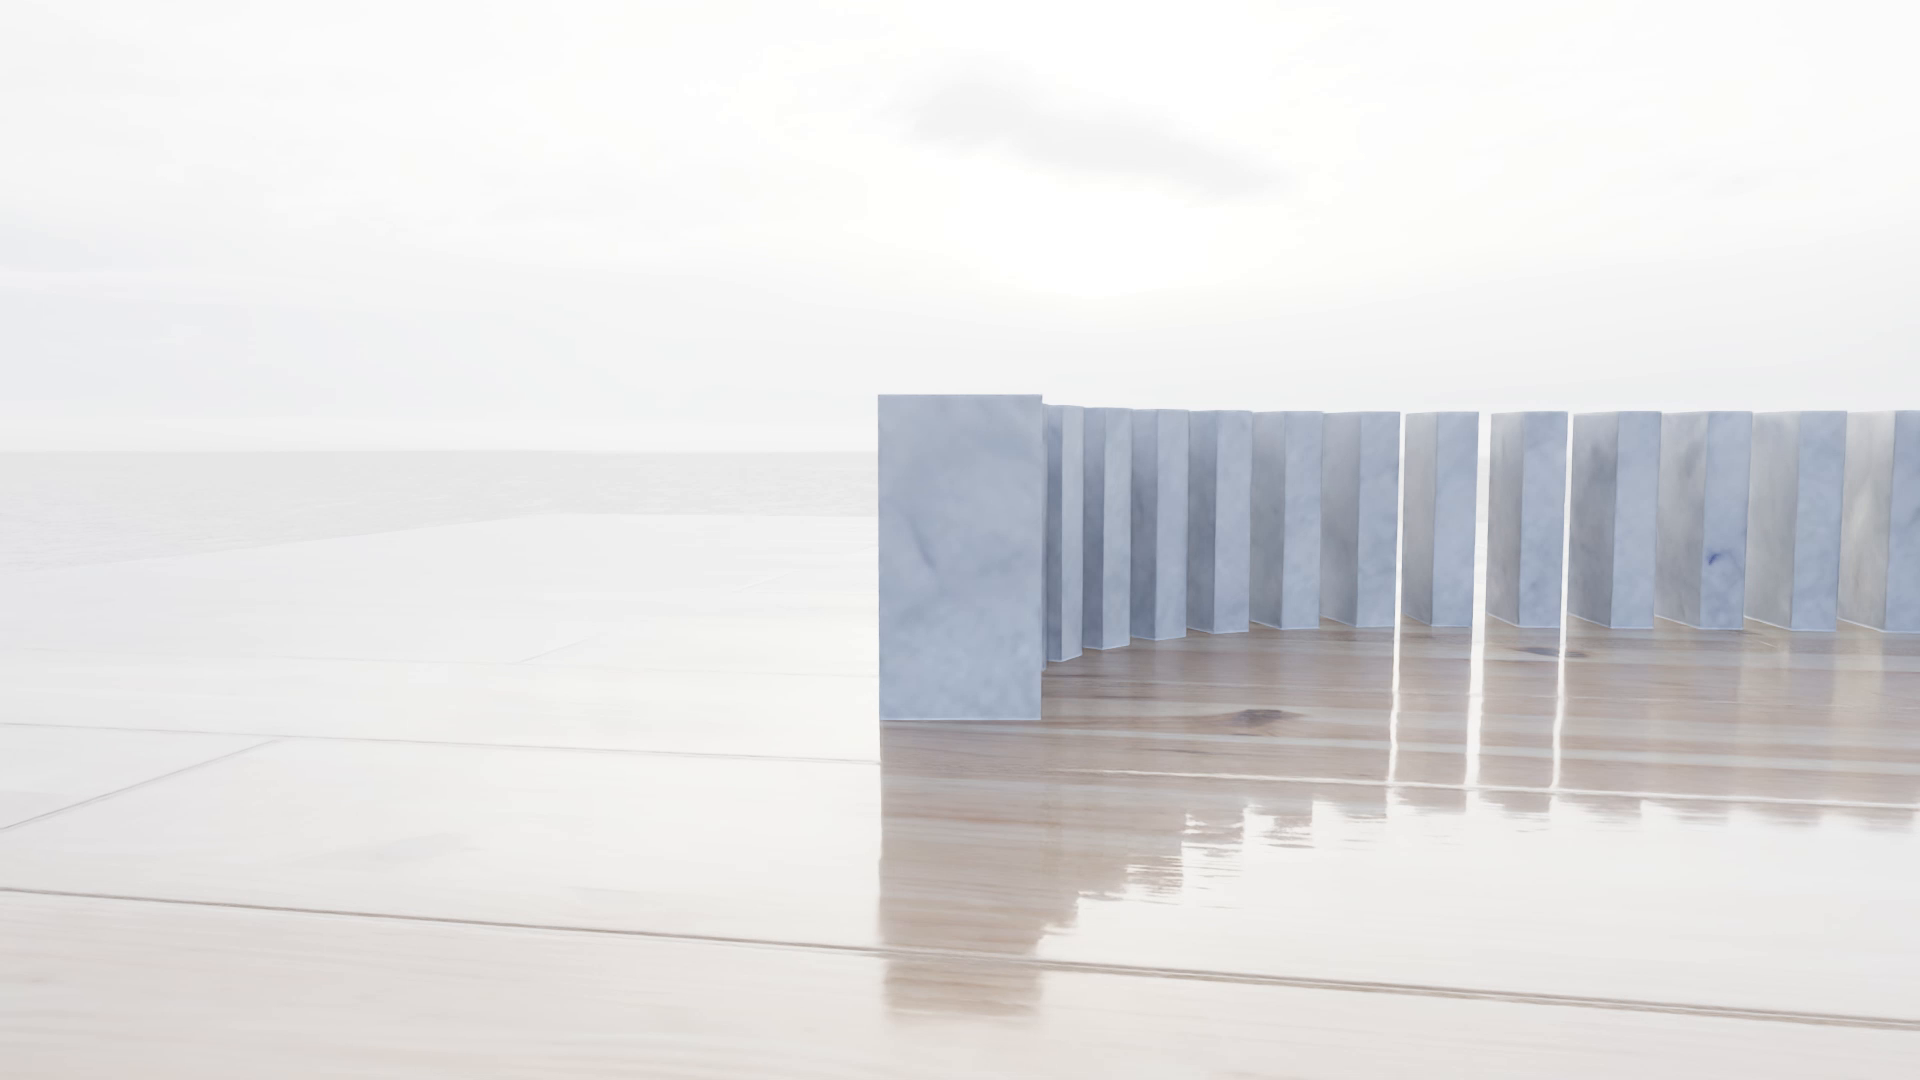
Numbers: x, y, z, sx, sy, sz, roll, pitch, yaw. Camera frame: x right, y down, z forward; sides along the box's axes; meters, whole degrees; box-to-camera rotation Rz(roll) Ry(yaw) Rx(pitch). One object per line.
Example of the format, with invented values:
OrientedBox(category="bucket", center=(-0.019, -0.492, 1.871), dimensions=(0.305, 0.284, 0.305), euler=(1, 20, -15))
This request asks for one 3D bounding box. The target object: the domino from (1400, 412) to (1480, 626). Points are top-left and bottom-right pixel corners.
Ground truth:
OrientedBox(category="domino", center=(0.115, -0.006, 0.310), dimensions=(0.009, 0.050, 0.025), euler=(0, 4, 3))

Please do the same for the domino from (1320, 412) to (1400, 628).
OrientedBox(category="domino", center=(0.095, -0.006, 0.309), dimensions=(0.010, 0.050, 0.025), euler=(-1, 4, -7))

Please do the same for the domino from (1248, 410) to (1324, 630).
OrientedBox(category="domino", center=(0.075, -0.005, 0.305), dimensions=(0.010, 0.050, 0.025), euler=(-1, 4, -14))

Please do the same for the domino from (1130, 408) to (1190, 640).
OrientedBox(category="domino", center=(0.039, -0.004, 0.289), dimensions=(0.009, 0.050, 0.025), euler=(-3, 5, -36))

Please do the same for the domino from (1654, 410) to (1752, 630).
OrientedBox(category="domino", center=(0.176, -0.005, 0.305), dimensions=(0.010, 0.050, 0.025), euler=(0, 4, 6))

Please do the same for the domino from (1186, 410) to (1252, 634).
OrientedBox(category="domino", center=(0.056, -0.005, 0.299), dimensions=(0.009, 0.050, 0.025), euler=(-2, 5, -24))

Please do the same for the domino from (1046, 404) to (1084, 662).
OrientedBox(category="domino", center=(0.011, -0.002, 0.259), dimensions=(0.025, 0.050, 0.009), euler=(3, 5, 31))

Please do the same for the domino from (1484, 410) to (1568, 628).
OrientedBox(category="domino", center=(0.136, -0.006, 0.308), dimensions=(0.009, 0.050, 0.025), euler=(0, 4, 6))

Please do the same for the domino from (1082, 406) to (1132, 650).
OrientedBox(category="domino", center=(0.024, -0.003, 0.275), dimensions=(0.025, 0.050, 0.009), euler=(4, 6, 43))

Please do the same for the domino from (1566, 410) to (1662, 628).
OrientedBox(category="domino", center=(0.156, -0.005, 0.307), dimensions=(0.010, 0.050, 0.025), euler=(0, 4, 3))

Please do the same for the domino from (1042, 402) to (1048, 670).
OrientedBox(category="domino", center=(0.003, -0.001, 0.241), dimensions=(0.025, 0.050, 0.009), euler=(1, 5, 18))

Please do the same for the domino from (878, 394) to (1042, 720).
OrientedBox(category="domino", center=(0.000, 0.002, 0.201), dimensions=(0.025, 0.050, 0.009), euler=(0, 4, 0))

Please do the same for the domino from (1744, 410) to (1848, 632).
OrientedBox(category="domino", center=(0.196, -0.005, 0.302), dimensions=(0.009, 0.050, 0.025), euler=(1, 4, 8))

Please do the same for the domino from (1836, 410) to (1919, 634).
OrientedBox(category="domino", center=(0.216, -0.005, 0.299), dimensions=(0.009, 0.050, 0.025), euler=(1, 4, 12))
